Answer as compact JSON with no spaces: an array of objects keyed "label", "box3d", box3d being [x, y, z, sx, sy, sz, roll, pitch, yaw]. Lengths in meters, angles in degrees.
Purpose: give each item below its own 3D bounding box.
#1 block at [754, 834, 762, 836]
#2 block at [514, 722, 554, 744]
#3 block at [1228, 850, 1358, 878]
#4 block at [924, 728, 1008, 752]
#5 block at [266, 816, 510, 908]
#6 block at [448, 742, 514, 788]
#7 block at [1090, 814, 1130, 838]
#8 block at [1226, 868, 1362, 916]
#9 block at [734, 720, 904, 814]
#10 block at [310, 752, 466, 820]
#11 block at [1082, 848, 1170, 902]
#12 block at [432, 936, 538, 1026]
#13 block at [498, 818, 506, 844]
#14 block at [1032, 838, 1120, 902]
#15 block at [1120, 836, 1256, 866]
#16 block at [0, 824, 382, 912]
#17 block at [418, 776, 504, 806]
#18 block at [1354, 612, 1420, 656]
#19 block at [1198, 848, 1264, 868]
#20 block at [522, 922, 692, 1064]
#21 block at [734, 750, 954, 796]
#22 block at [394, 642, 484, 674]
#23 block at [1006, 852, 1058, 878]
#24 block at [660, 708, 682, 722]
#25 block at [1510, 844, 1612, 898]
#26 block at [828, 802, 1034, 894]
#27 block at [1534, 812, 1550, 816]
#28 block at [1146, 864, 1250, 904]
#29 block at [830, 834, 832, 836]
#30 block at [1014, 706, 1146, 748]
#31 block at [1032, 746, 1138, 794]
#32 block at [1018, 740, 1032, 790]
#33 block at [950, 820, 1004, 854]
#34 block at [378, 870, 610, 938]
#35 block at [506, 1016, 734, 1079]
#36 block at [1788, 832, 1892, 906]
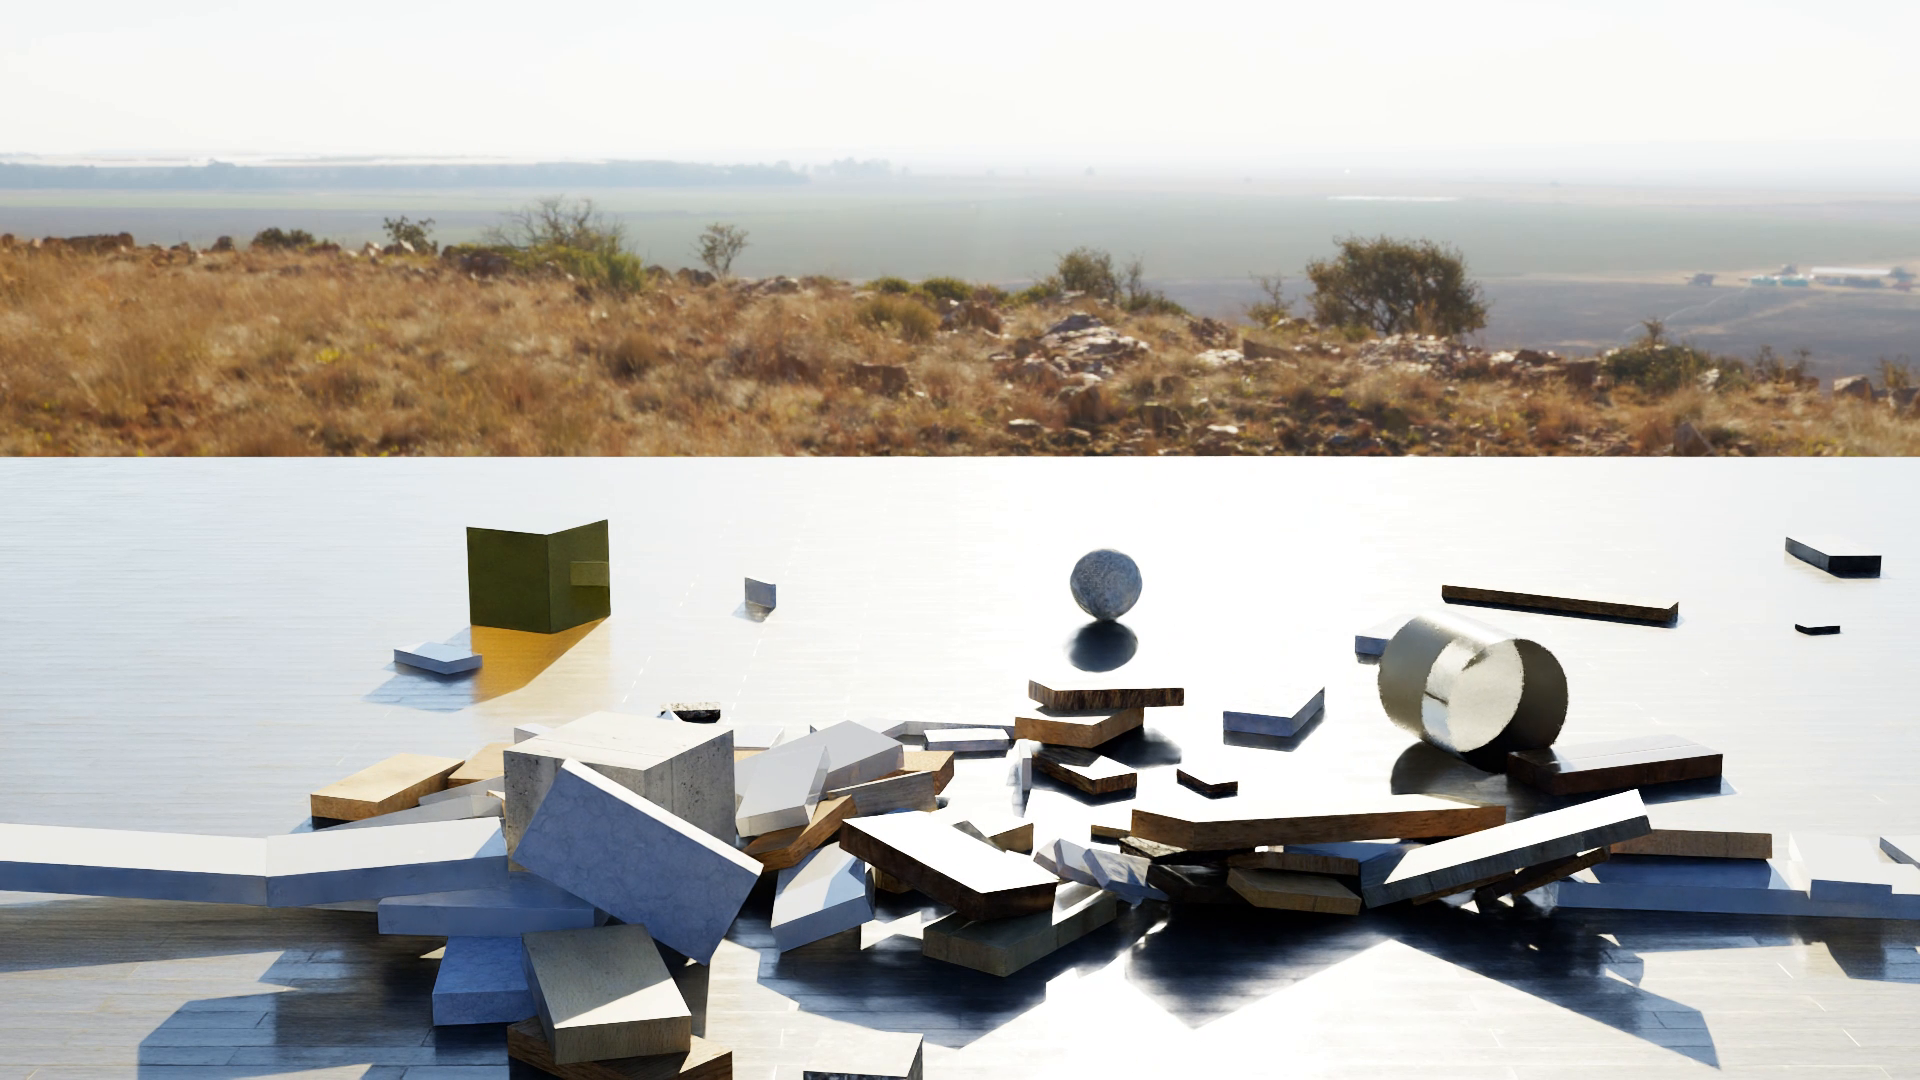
[{"label":"block","box3d":[-0.330,0.523,3.979,0.134,0.019,0.067,9,14,39]},{"label":"block","box3d":[-0.718,0.440,4.076,0.293,0.147,0.042,9,14,41]},{"label":"block","box3d":[0.553,0.541,3.651,0.195,0.028,0.098,9,-16,-28]},{"label":"block","box3d":[0.013,0.414,4.552,0.166,0.023,0.083,-1,11,-8]},{"label":"block","box3d":[-0.900,0.504,3.454,0.359,0.051,0.180,-3,13,-16]},{"label":"block","box3d":[-0.902,0.451,4.321,0.126,0.036,0.251,1,11,7]},{"label":"block","box3d":[0.307,0.523,3.981,0.129,0.018,0.064,5,12,27]},{"label":"block","box3d":[0.542,0.570,3.571,0.195,0.028,0.098,9,10,-23]},{"label":"block","box3d":[-0.288,0.427,4.071,0.338,0.048,0.169,-18,23,-36]},{"label":"block","box3d":[-1.087,0.471,4.195,0.147,0.042,0.293,4,11,19]},{"label":"block","box3d":[0.276,0.548,3.606,0.152,0.022,0.076,17,26,-40]},{"label":"block","box3d":[-0.687,0.635,3.297,0.167,0.047,0.334,-1,11,-7]},{"label":"block","box3d":[-0.848,0.530,3.675,0.167,0.047,0.334,20,13,41]},{"label":"block","box3d":[0.200,0.552,3.649,0.149,0.021,0.075,30,20,17]},{"label":"block","box3d":[0.391,0.525,3.772,0.212,0.030,0.106,-6,12,-30]},{"label":"block","box3d":[-1.305,0.542,3.651,0.740,0.051,0.180,4,10,-2]},{"label":"block","box3d":[-0.885,0.461,4.074,0.209,0.030,0.104,-16,-2,21]},{"label":"block","box3d":[1.108,0.237,5.454,0.150,0.042,0.300,7,13,33]},{"label":"block","box3d":[0.451,0.539,3.860,0.106,0.030,0.212,-4,11,-19]},{"label":"block","box3d":[-0.500,0.628,3.075,0.180,0.051,0.359,-2,11,-18]},{"label":"block","box3d":[-0.281,0.446,4.218,0.520,0.048,0.169,-1,7,10]},{"label":"block","box3d":[-1.247,0.281,5.254,0.209,0.030,0.104,9,14,40]},{"label":"block","box3d":[0.142,0.561,3.676,0.149,0.021,0.075,12,18,9]},{"label":"block","box3d":[-0.571,0.428,4.165,0.154,0.044,0.309,-45,18,-3]},{"label":"block","box3d":[0.992,0.532,3.643,0.174,0.025,0.087,-28,6,24]},{"label":"block","box3d":[-0.047,0.534,3.839,0.169,0.048,0.338,10,14,43]},{"label":"block","box3d":[1.109,0.523,3.974,0.073,0.021,0.147,-4,11,-20]},{"label":"block","box3d":[0.412,0.565,3.606,0.195,0.028,0.098,7,9,-32]},{"label":"block","box3d":[-0.291,0.510,3.926,0.134,0.019,0.067,10,22,41]},{"label":"block","box3d":[0.254,0.376,4.605,0.168,0.048,0.336,5,6,23]},{"label":"block","box3d":[0.245,0.452,4.331,0.106,0.030,0.212,-6,12,-30]},{"label":"block","box3d":[0.127,0.439,4.304,0.018,0.065,0.130,0,11,-1]},{"label":"block","box3d":[0.033,0.536,3.738,0.075,0.021,0.149,-11,39,-45]},{"label":"block","box3d":[-0.714,0.564,3.418,0.334,0.047,0.167,1,11,4]},{"label":"block","box3d":[-0.463,0.696,2.985,0.293,0.042,0.147,9,14,40]},{"label":"block","box3d":[1.445,0.539,3.616,0.122,0.035,0.244,2,11,13]}]
